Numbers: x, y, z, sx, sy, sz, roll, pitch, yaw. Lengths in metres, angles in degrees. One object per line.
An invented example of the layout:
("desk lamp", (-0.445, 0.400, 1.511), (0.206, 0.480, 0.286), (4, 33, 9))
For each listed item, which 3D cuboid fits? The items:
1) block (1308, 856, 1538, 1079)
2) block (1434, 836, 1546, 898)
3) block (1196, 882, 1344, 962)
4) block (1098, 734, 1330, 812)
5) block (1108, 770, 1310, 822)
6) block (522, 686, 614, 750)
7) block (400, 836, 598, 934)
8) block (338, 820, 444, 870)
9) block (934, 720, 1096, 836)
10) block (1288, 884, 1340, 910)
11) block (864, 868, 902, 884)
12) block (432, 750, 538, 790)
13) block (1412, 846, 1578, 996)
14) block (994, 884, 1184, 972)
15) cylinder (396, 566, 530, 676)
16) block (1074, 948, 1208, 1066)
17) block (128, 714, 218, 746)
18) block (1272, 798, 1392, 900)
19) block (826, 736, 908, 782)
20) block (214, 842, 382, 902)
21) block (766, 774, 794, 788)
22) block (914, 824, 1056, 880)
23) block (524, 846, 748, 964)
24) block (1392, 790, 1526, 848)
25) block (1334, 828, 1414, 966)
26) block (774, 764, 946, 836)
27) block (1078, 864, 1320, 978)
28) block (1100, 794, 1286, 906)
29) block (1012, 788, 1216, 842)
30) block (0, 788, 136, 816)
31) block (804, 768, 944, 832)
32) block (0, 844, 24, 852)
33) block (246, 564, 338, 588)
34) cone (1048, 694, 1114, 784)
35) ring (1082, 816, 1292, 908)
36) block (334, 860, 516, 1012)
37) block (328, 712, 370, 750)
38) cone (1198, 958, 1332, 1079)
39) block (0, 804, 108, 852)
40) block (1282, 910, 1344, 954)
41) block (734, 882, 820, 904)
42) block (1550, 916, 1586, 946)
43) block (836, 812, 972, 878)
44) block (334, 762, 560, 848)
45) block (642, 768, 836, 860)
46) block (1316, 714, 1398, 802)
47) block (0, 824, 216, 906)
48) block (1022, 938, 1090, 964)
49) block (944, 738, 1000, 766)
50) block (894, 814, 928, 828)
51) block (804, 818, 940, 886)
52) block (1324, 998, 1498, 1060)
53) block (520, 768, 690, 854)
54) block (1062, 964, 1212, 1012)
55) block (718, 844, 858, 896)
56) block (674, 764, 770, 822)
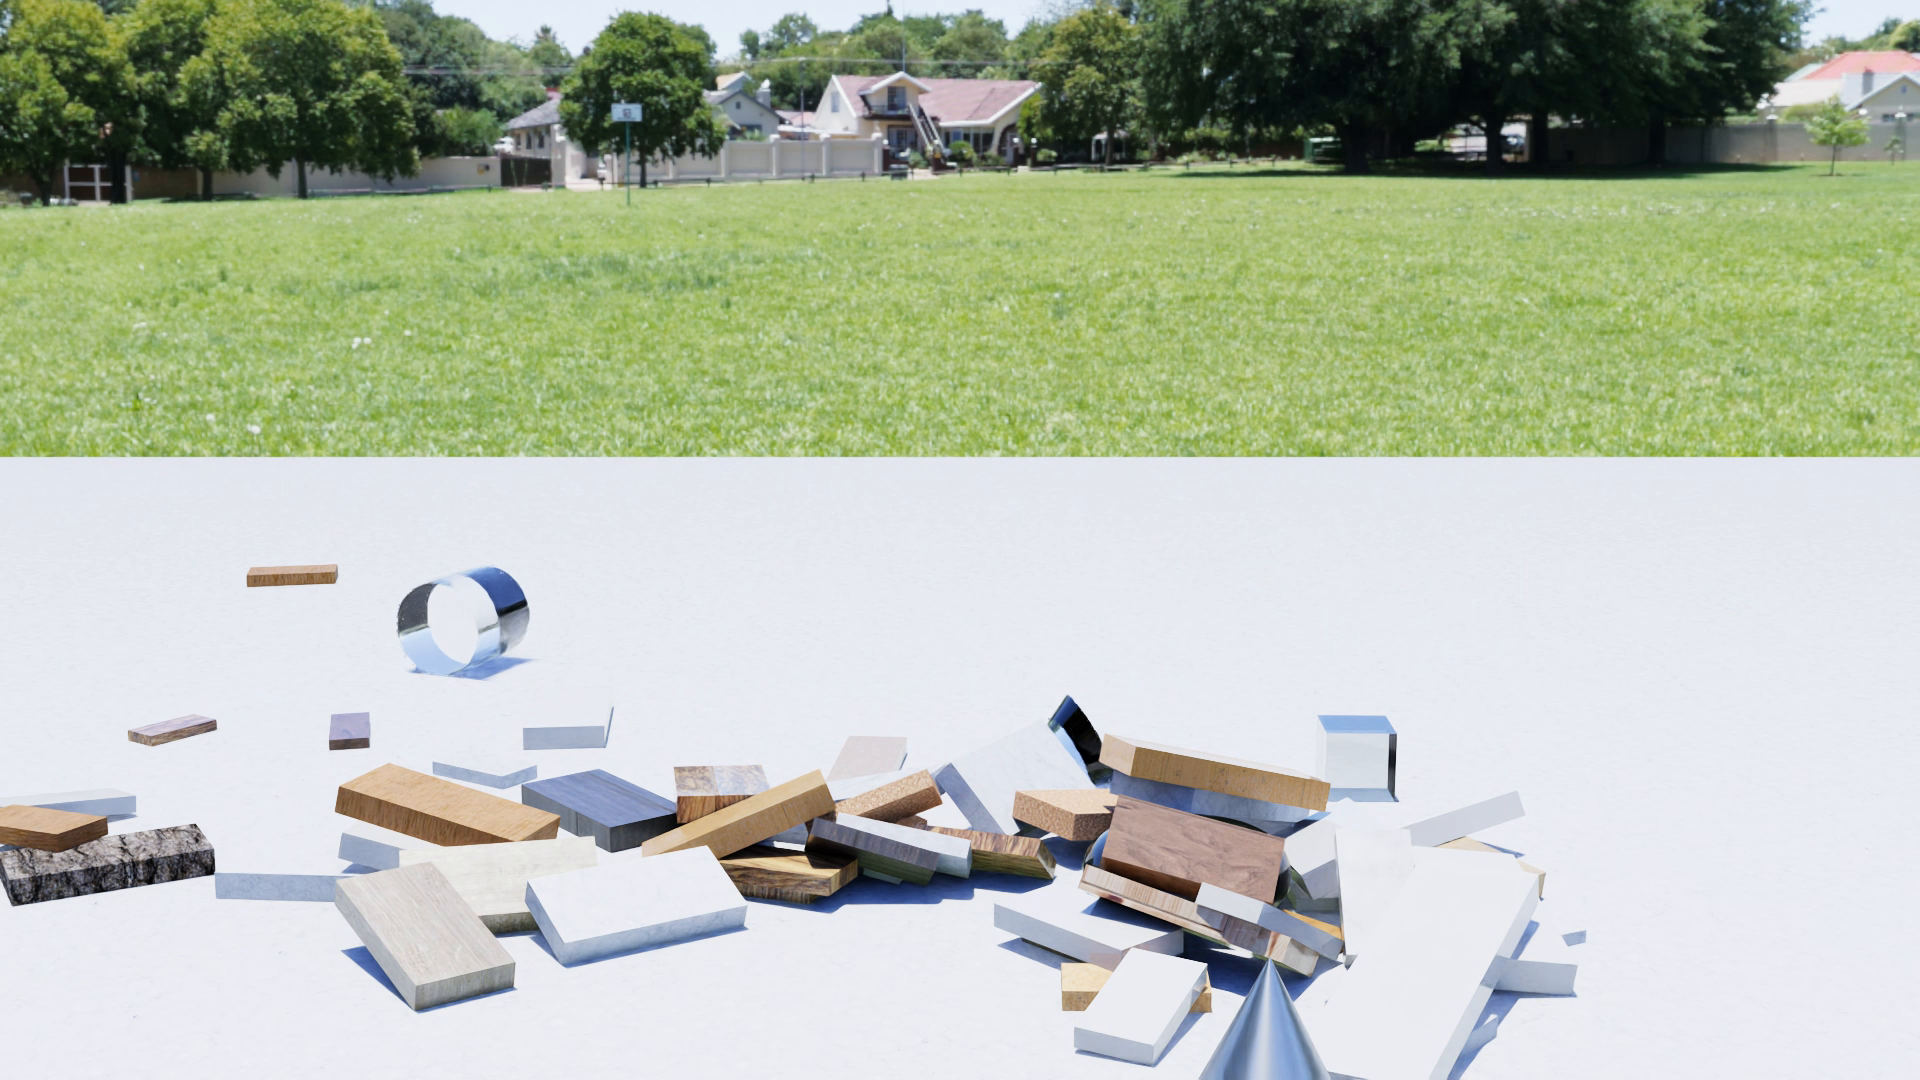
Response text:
("block", (0.654, 0.619, 3.108), (0.179, 0.051, 0.623), (5, 21, 27))
("block", (0.793, 0.569, 3.593), (0.325, 0.046, 0.162), (-9, 23, -41))
("block", (0.468, 0.576, 3.315), (0.116, 0.033, 0.232), (12, -13, 45))
("block", (0.440, 0.403, 3.813), (0.358, 0.051, 0.179), (12, -1, -13))
("block", (0.454, 0.457, 3.934), (0.168, 0.048, 0.414), (11, -1, 38))
("block", (-0.832, 0.377, 4.687), (0.167, 0.047, 0.333), (-1, 11, -6))
("block", (-0.739, 0.559, 3.535), (0.311, 0.044, 0.156), (-3, 38, -14))
("block", (-0.853, 0.528, 3.684), (0.324, 0.046, 0.162), (14, 11, 6))
("block", (0.106, 0.445, 4.028), (0.048, 0.168, 0.336), (-46, -15, 29))
("block", (0.620, 0.587, 3.626), (0.148, 0.021, 0.074), (-1, 11, -3))
("block", (-0.112, 0.546, 3.775), (0.065, 0.018, 0.130), (13, 23, 15))
("block", (-0.937, 0.452, 4.336), (0.191, 0.027, 0.095), (7, 13, 33))
("block", (0.809, 0.581, 3.393), (0.179, 0.051, 0.358), (5, 18, -3))
("block", (0.195, 0.594, 3.374), (0.136, 0.039, 0.273), (-9, 14, -42))
("cylinder", (-1.178, 0.190, 5.220), (0.221, 0.221, 0.221), (4, 11, 21))
("block", (0.257, 0.657, 3.108), (0.116, 0.033, 0.232), (8, 21, 23))
("block", (-1.657, 0.400, 4.630), (0.080, 0.023, 0.160), (7, 13, 34))
("block", (0.619, 0.511, 3.666), (0.162, 0.046, 0.325), (-26, 3, -1))
("block", (-0.187, 0.456, 4.296), (0.119, 0.034, 0.419), (1, 11, 5))
("block", (-1.065, 0.560, 3.707), (0.324, 0.046, 0.162), (1, 11, 4))
("block", (-0.377, 0.486, 4.154), (0.095, 0.027, 0.191), (8, 13, 37))
("block", (0.041, 0.529, 3.736), (0.226, 0.032, 0.113), (4, -26, 20))
("block", (-0.511, 0.575, 3.480), (0.311, 0.044, 0.156), (-7, 34, -32))
("block", (0.814, 0.505, 3.816), (0.325, 0.046, 0.162), (-9, -12, -40))
("block", (0.648, 0.553, 3.412), (0.116, 0.033, 0.232), (1, 47, 3))
("block", (-0.199, 0.470, 3.964), (0.330, 0.047, 0.165), (-12, 5, 23))
("block", (0.361, 0.578, 3.343), (0.350, 0.039, 0.136), (16, -11, 32))
("block", (0.367, 0.498, 3.472), (0.273, 0.039, 0.136), (15, 42, 7))
("block", (0.279, 0.489, 3.937), (0.336, 0.048, 0.168), (4, 6, -37))
("block", (-1.650, 0.488, 4.034), (0.237, 0.031, 0.111), (-1, 3, -44))
("block", (-0.148, 0.463, 3.765), (0.226, 0.032, 0.113), (-21, -24, 0))
("block", (-1.706, 0.529, 3.825), (0.140, 0.020, 0.070), (2, 12, 19))
("block", (-1.886, 0.100, 6.215), (0.239, 0.034, 0.119), (-2, 11, -12))
("cone", (0.170, 0.435, 4.262), (0.198, 0.198, 0.198), (-29, 16, -8))
("ring", (0.372, 0.543, 3.616), (0.343, 0.114, 0.343), (-1, 11, 0))
("block", (-0.812, 0.594, 3.327), (0.156, 0.044, 0.311), (-8, 27, -36))
("block", (-1.283, 0.401, 4.623), (0.080, 0.023, 0.211), (-3, 11, -14))
("cone", (0.382, 0.636, 2.735), (0.250, 0.250, 0.250), (0, 11, 0))
("block", (-1.608, 0.500, 3.826), (0.222, 0.031, 0.111), (3, 10, 24))
("block", (0.544, 0.619, 3.458), (0.074, 0.021, 0.148), (-9, 14, -41))
("block", (-0.331, 0.569, 3.701), (0.214, 0.030, 0.107), (4, 11, 19))
("block", (0.899, 0.621, 3.446), (0.148, 0.021, 0.074), (-5, 12, -26))
("block", (-0.094, 0.514, 3.695), (0.226, 0.032, 0.113), (11, -24, 7))
("block", (-0.868, 0.466, 3.735), (0.333, 0.047, 0.167), (15, 11, 12))
("block", (-0.377, 0.486, 3.733), (0.330, 0.047, 0.165), (-22, 5, -6))
("block", (0.760, 0.419, 4.228), (0.133, 0.133, 0.133), (0, 11, 1))
("block", (-1.454, 0.552, 3.750), (0.324, 0.046, 0.162), (-6, 12, -29))
("block", (0.210, 0.623, 3.410), (0.108, 0.030, 0.215), (-10, 14, -42))
("block", (0.034, 0.442, 4.373), (0.119, 0.034, 0.238), (-1, 11, -3))
("block", (-0.157, 0.522, 3.883), (0.095, 0.027, 0.191), (18, 25, 39))
("block", (-0.148, 0.519, 3.658), (0.214, 0.030, 0.107), (17, -24, -3))
("block", (0.638, 0.677, 3.117), (0.215, 0.030, 0.108), (9, 14, 40))
("block", (-0.654, 0.495, 4.049), (0.167, 0.047, 0.333), (-8, 13, -38))
("block", (0.257, 0.657, 3.226), (0.215, 0.030, 0.108), (0, 11, 2))
("block", (-0.291, 0.546, 3.655), (0.214, 0.030, 0.107), (5, 11, 23))
("block", (-0.432, 0.457, 3.979), (0.165, 0.047, 0.330), (0, 3, -9))
